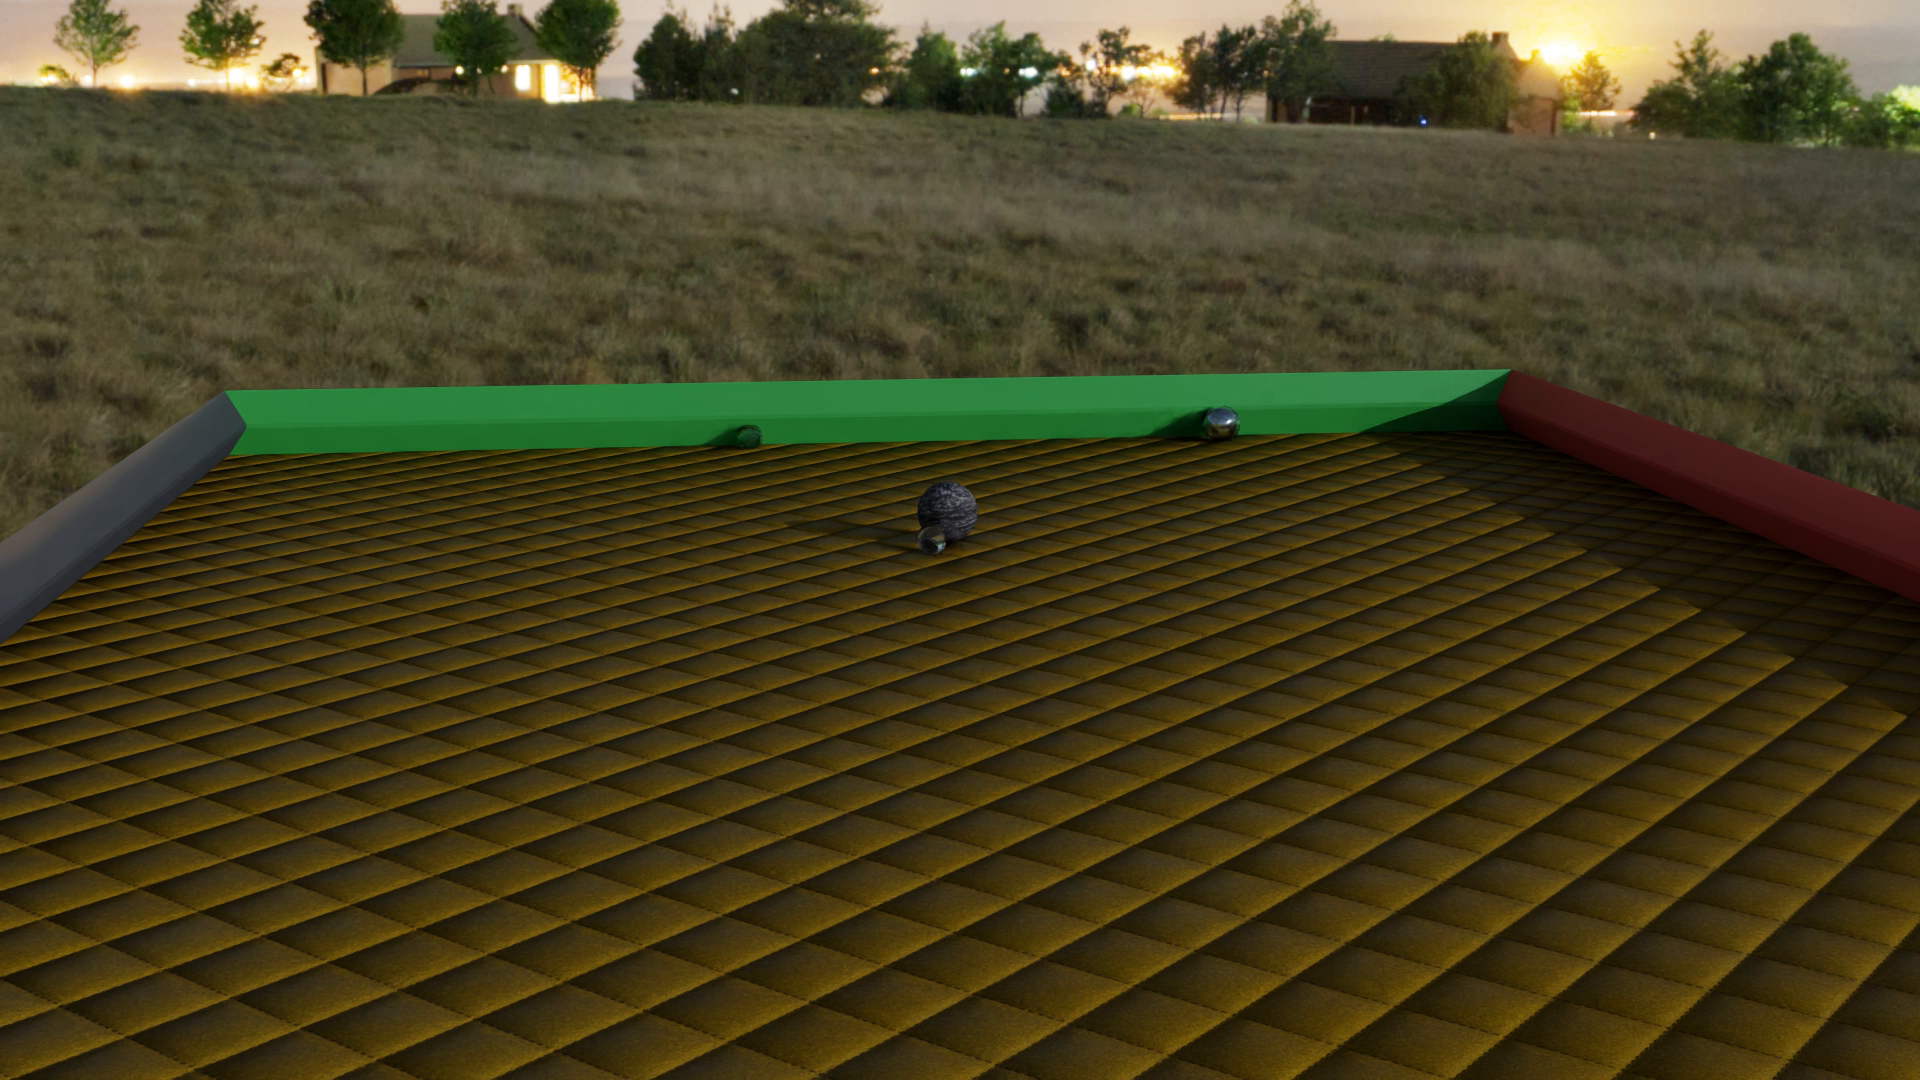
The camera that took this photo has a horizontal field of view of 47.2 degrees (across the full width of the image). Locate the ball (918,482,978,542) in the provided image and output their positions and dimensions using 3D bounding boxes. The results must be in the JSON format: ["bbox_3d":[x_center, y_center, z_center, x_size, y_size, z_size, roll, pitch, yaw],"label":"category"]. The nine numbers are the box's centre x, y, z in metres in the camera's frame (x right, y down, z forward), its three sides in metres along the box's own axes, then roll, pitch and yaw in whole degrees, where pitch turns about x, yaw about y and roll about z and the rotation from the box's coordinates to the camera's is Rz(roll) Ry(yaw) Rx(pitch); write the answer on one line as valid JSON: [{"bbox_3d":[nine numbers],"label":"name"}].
[{"bbox_3d":[-0.019,-0.042,3.322,0.092,0.092,0.092,0,12,0],"label":"ball"}]

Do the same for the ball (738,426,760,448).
[{"bbox_3d":[-0.399,-0.195,4.170,0.043,0.043,0.043,0,12,0],"label":"ball"}]

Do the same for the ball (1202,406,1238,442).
[{"bbox_3d":[0.503,-0.225,4.253,0.068,0.068,0.068,0,12,0],"label":"ball"}]

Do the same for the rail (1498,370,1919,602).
[{"bbox_3d":[1.343,0.158,2.294,0.045,0.119,4.311,-1,12,-7],"label":"rail"}]

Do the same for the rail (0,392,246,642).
[{"bbox_3d":[-1.077,0.219,2.000,0.045,0.119,4.311,-1,12,-7],"label":"rail"}]

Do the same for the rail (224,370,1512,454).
[{"bbox_3d":[-0.130,-0.245,4.218,2.486,0.119,0.045,-1,12,-7],"label":"rail"}]

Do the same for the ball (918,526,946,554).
[{"bbox_3d":[-0.041,0.001,3.239,0.042,0.042,0.042,0,12,0],"label":"ball"}]
